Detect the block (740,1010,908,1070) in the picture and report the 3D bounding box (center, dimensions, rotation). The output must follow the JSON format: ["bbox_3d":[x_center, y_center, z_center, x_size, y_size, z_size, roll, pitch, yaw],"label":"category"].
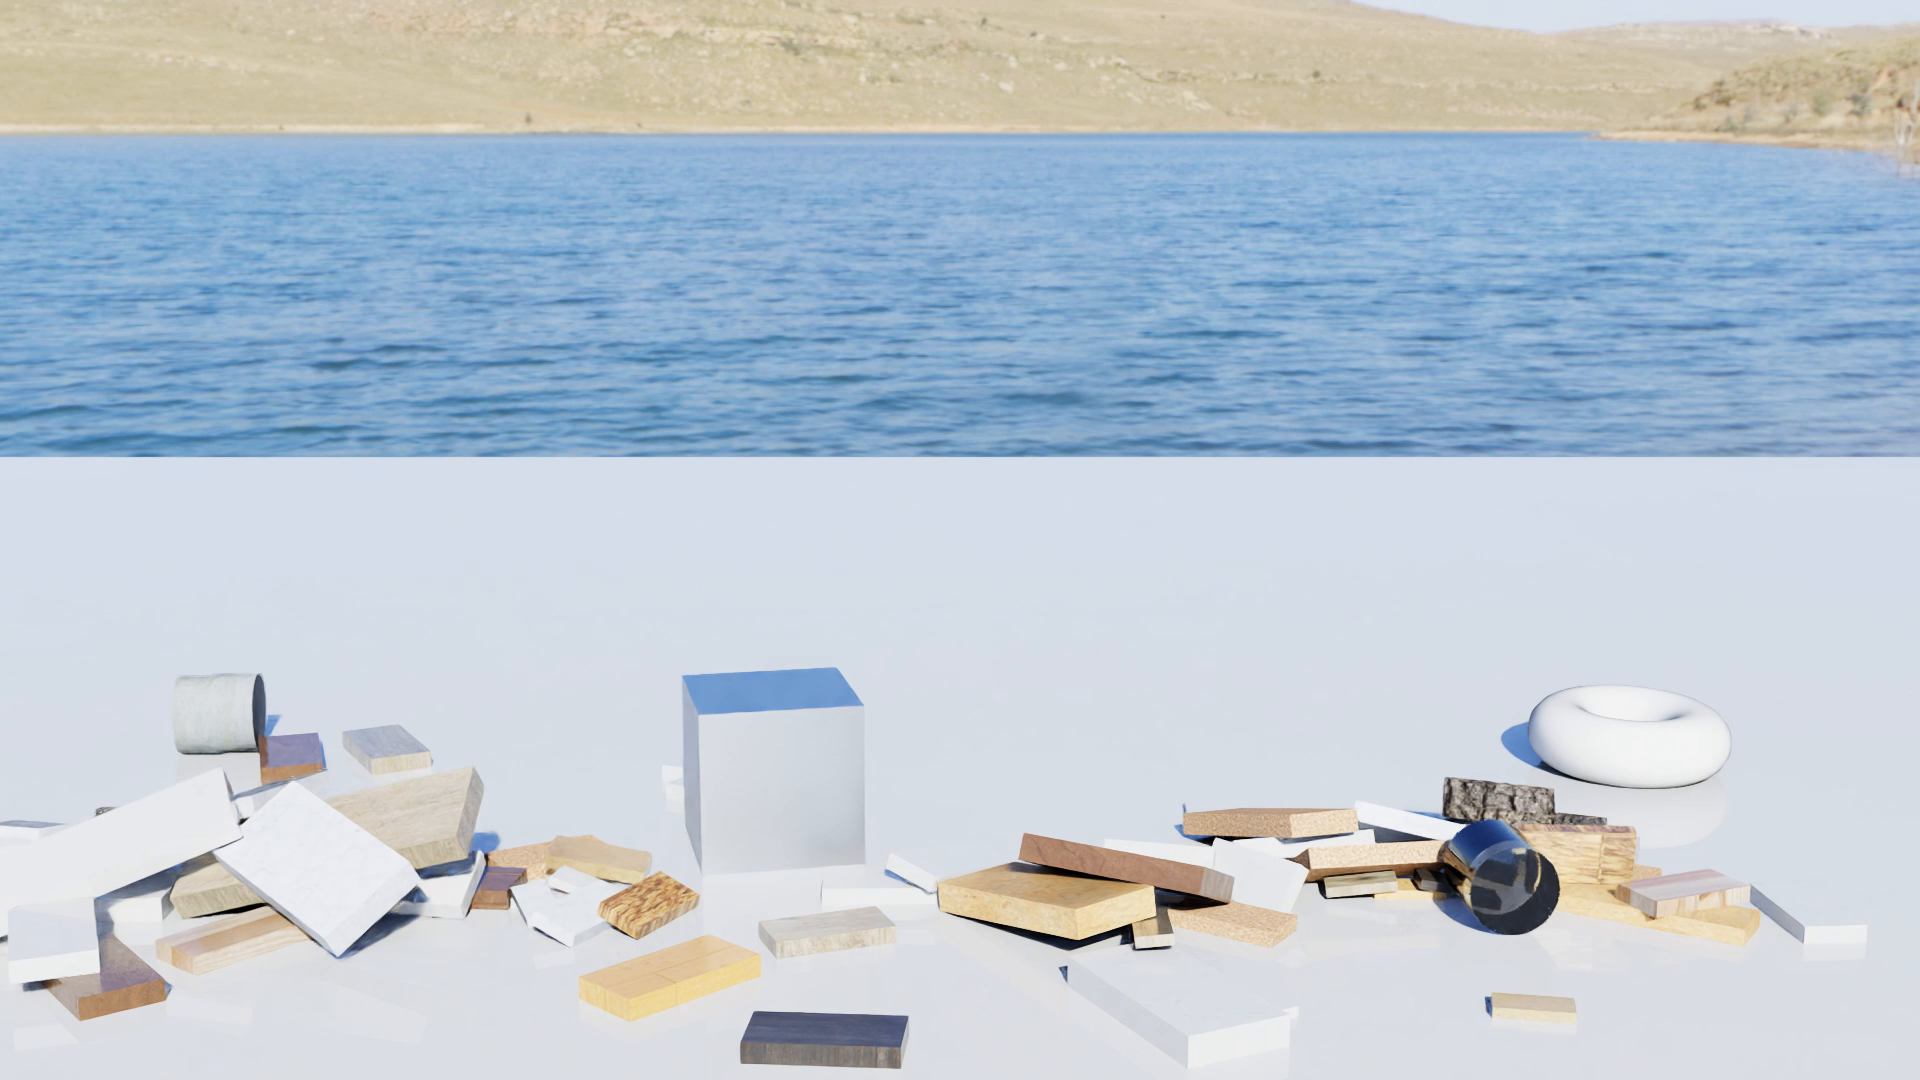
[{"bbox_3d":[-0.185,0.691,3.042,0.220,0.031,0.110,1,11,4],"label":"block"}]

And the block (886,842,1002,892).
[{"bbox_3d":[-0.025,0.547,3.685,0.098,0.028,0.195,22,12,34],"label":"block"}]

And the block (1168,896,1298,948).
[{"bbox_3d":[0.434,0.606,3.509,0.184,0.026,0.092,7,13,34],"label":"block"}]

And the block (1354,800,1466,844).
[{"bbox_3d":[0.800,0.509,3.751,0.250,0.035,0.125,11,-22,22],"label":"block"}]

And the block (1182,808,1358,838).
[{"bbox_3d":[0.536,0.491,3.830,0.134,0.038,0.344,-1,-5,-26],"label":"block"}]

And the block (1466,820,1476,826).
[{"bbox_3d":[0.899,0.507,3.873,0.013,0.046,0.093,29,56,20],"label":"block"}]

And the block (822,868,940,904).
[{"bbox_3d":[-0.130,0.577,3.662,0.195,0.028,0.098,0,11,-1],"label":"block"}]

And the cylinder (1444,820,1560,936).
[{"bbox_3d":[0.870,0.541,3.536,0.145,0.145,0.145,-1,11,-4],"label":"cylinder"}]

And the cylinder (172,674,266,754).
[{"bbox_3d":[-1.516,0.356,4.503,0.157,0.157,0.157,-1,11,-8],"label":"cylinder"}]

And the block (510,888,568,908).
[{"bbox_3d":[-0.674,0.591,3.617,0.113,0.016,0.057,2,11,12],"label":"block"}]

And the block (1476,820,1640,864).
[{"bbox_3d":[1.026,0.519,3.787,0.268,0.038,0.134,6,1,22],"label":"block"}]

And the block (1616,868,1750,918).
[{"bbox_3d":[1.168,0.569,3.552,0.189,0.027,0.095,-5,11,-23],"label":"block"}]

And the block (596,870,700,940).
[{"bbox_3d":[-0.500,0.587,3.542,0.084,0.024,0.167,27,20,20],"label":"block"}]

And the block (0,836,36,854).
[{"bbox_3d":[-1.518,0.527,3.742,0.337,0.048,0.168,-1,1,-27],"label":"block"}]

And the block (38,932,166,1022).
[{"bbox_3d":[-1.286,0.646,3.270,0.122,0.035,0.245,-8,13,-38],"label":"block"}]

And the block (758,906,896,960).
[{"bbox_3d":[-0.208,0.616,3.455,0.195,0.028,0.098,-4,11,-21],"label":"block"}]

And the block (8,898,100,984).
[{"bbox_3d":[-1.368,0.602,3.316,0.122,0.035,0.245,-5,11,-23],"label":"block"}]

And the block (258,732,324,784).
[{"bbox_3d":[-1.341,0.436,4.405,0.117,0.033,0.235,-3,11,-18],"label":"block"}]

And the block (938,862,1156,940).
[{"bbox_3d":[0.135,0.572,3.510,0.166,0.047,0.332,-9,6,-39],"label":"block"}]

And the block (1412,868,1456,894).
[{"bbox_3d":[0.816,0.570,3.649,0.117,0.017,0.058,9,11,-2],"label":"block"}]

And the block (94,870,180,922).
[{"bbox_3d":[-1.578,0.584,3.595,0.584,0.039,0.139,0,11,-2],"label":"block"}]

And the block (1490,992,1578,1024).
[{"bbox_3d":[0.826,0.674,3.169,0.117,0.017,0.059,2,11,11],"label":"block"}]

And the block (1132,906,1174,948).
[{"bbox_3d":[0.296,0.598,3.407,0.059,0.017,0.287,-6,-1,3],"label":"block"}]

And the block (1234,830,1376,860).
[{"bbox_3d":[0.569,0.530,3.763,0.250,0.035,0.125,-3,-14,-14],"label":"block"}]

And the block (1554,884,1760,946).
[{"bbox_3d":[1.102,0.595,3.564,0.354,0.029,0.101,7,12,32],"label":"block"}]

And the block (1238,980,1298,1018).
[{"bbox_3d":[0.431,0.670,3.192,0.059,0.017,0.117,-6,12,-30],"label":"block"}]

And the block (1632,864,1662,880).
[{"bbox_3d":[1.071,0.567,3.716,0.202,0.029,0.101,6,12,28],"label":"block"}]

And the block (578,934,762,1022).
[{"bbox_3d":[-0.429,0.648,3.263,0.122,0.035,0.245,10,15,44],"label":"block"}]

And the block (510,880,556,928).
[{"bbox_3d":[-0.687,0.589,3.566,0.057,0.016,0.113,-11,23,-22],"label":"block"}]

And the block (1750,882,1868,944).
[{"bbox_3d":[1.363,0.599,3.540,0.101,0.029,0.202,-1,11,-4],"label":"block"}]

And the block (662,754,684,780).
[{"bbox_3d":[-0.474,0.454,4.324,0.199,0.028,0.099,5,11,23],"label":"block"}]

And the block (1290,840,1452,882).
[{"bbox_3d":[0.691,0.539,3.688,0.250,0.035,0.125,-2,-19,-8],"label":"block"}]

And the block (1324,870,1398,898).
[{"bbox_3d":[0.666,0.571,3.653,0.117,0.017,0.059,-7,10,7],"label":"block"}]

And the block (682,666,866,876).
[{"bbox_3d":[-0.333,0.403,3.897,0.284,0.284,0.284,-2,11,-13],"label":"block"}]

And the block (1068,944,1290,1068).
[{"bbox_3d":[0.309,0.661,3.160,0.166,0.047,0.332,-5,12,-26],"label":"block"}]

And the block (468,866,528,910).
[{"bbox_3d":[-0.880,0.575,3.657,0.294,0.033,0.116,1,11,5],"label":"block"}]

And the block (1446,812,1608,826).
[{"bbox_3d":[1.014,0.520,3.941,0.268,0.038,0.134,4,11,20],"label":"block"}]

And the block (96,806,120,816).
[{"bbox_3d":[-1.323,0.480,3.800,0.286,0.041,0.143,0,2,-42],"label":"block"}]

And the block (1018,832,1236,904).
[{"bbox_3d":[0.269,0.530,3.549,0.312,0.044,0.156,7,-11,27],"label":"block"}]

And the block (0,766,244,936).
[{"bbox_3d":[-1.379,0.505,3.506,0.449,0.044,0.156,-22,32,-13],"label":"block"}]

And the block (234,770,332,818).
[{"bbox_3d":[-1.179,0.438,3.721,0.117,0.033,0.235,-13,1,15],"label":"block"}]

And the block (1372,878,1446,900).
[{"bbox_3d":[0.746,0.582,3.665,0.117,0.017,0.059,0,11,1],"label":"block"}]

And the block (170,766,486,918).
[{"bbox_3d":[-1.023,0.490,3.569,0.493,0.048,0.168,-13,35,8],"label":"block"}]

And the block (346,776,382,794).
[{"bbox_3d":[-1.030,0.504,3.888,0.143,0.041,0.324,19,7,-11],"label":"block"}]

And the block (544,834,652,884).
[{"bbox_3d":[-0.614,0.544,3.742,0.167,0.024,0.084,11,16,-2],"label":"block"}]

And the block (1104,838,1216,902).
[{"bbox_3d":[0.327,0.550,3.649,0.184,0.092,0.026,3,-32,14],"label":"block"}]

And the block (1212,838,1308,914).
[{"bbox_3d":[0.476,0.556,3.607,0.184,0.092,0.026,12,-21,47],"label":"block"}]

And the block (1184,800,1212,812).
[{"bbox_3d":[0.444,0.505,4.092,0.046,0.013,0.093,0,11,2],"label":"block"}]

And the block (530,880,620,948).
[{"bbox_3d":[-0.597,0.595,3.508,0.084,0.024,0.167,25,20,23],"label":"block"}]

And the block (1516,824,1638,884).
[{"bbox_3d":[1.014,0.519,3.629,0.189,0.094,0.027,1,19,3],"label":"block"}]

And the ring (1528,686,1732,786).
[{"bbox_3d":[1.336,0.390,4.394,0.392,0.131,0.392,0,12,0],"label":"ring"}]

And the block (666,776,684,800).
[{"bbox_3d":[-0.451,0.480,4.183,0.199,0.028,0.099,7,13,34],"label":"block"}]

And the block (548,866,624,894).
[{"bbox_3d":[-0.615,0.572,3.626,0.113,0.016,0.057,20,14,9],"label":"block"}]

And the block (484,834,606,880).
[{"bbox_3d":[-0.710,0.551,3.801,0.199,0.028,0.099,-6,12,-31],"label":"block"}]

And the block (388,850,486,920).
[{"bbox_3d":[-0.906,0.554,3.592,0.232,0.033,0.116,4,42,8],"label":"block"}]

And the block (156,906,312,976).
[{"bbox_3d":[-1.123,0.619,3.425,0.110,0.031,0.220,9,14,39],"label":"block"}]

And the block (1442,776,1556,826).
[{"bbox_3d":[0.943,0.460,3.851,0.189,0.027,0.095,5,25,11],"label":"block"}]

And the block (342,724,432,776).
[{"bbox_3d":[-1.166,0.425,4.468,0.117,0.033,0.235,-6,12,-29],"label":"block"}]

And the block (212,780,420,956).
[{"bbox_3d":[-1.013,0.511,3.454,0.337,0.048,0.168,23,56,39],"label":"block"}]

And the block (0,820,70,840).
[{"bbox_3d":[-1.592,0.494,3.752,0.129,0.018,0.064,0,1,25],"label":"block"}]
